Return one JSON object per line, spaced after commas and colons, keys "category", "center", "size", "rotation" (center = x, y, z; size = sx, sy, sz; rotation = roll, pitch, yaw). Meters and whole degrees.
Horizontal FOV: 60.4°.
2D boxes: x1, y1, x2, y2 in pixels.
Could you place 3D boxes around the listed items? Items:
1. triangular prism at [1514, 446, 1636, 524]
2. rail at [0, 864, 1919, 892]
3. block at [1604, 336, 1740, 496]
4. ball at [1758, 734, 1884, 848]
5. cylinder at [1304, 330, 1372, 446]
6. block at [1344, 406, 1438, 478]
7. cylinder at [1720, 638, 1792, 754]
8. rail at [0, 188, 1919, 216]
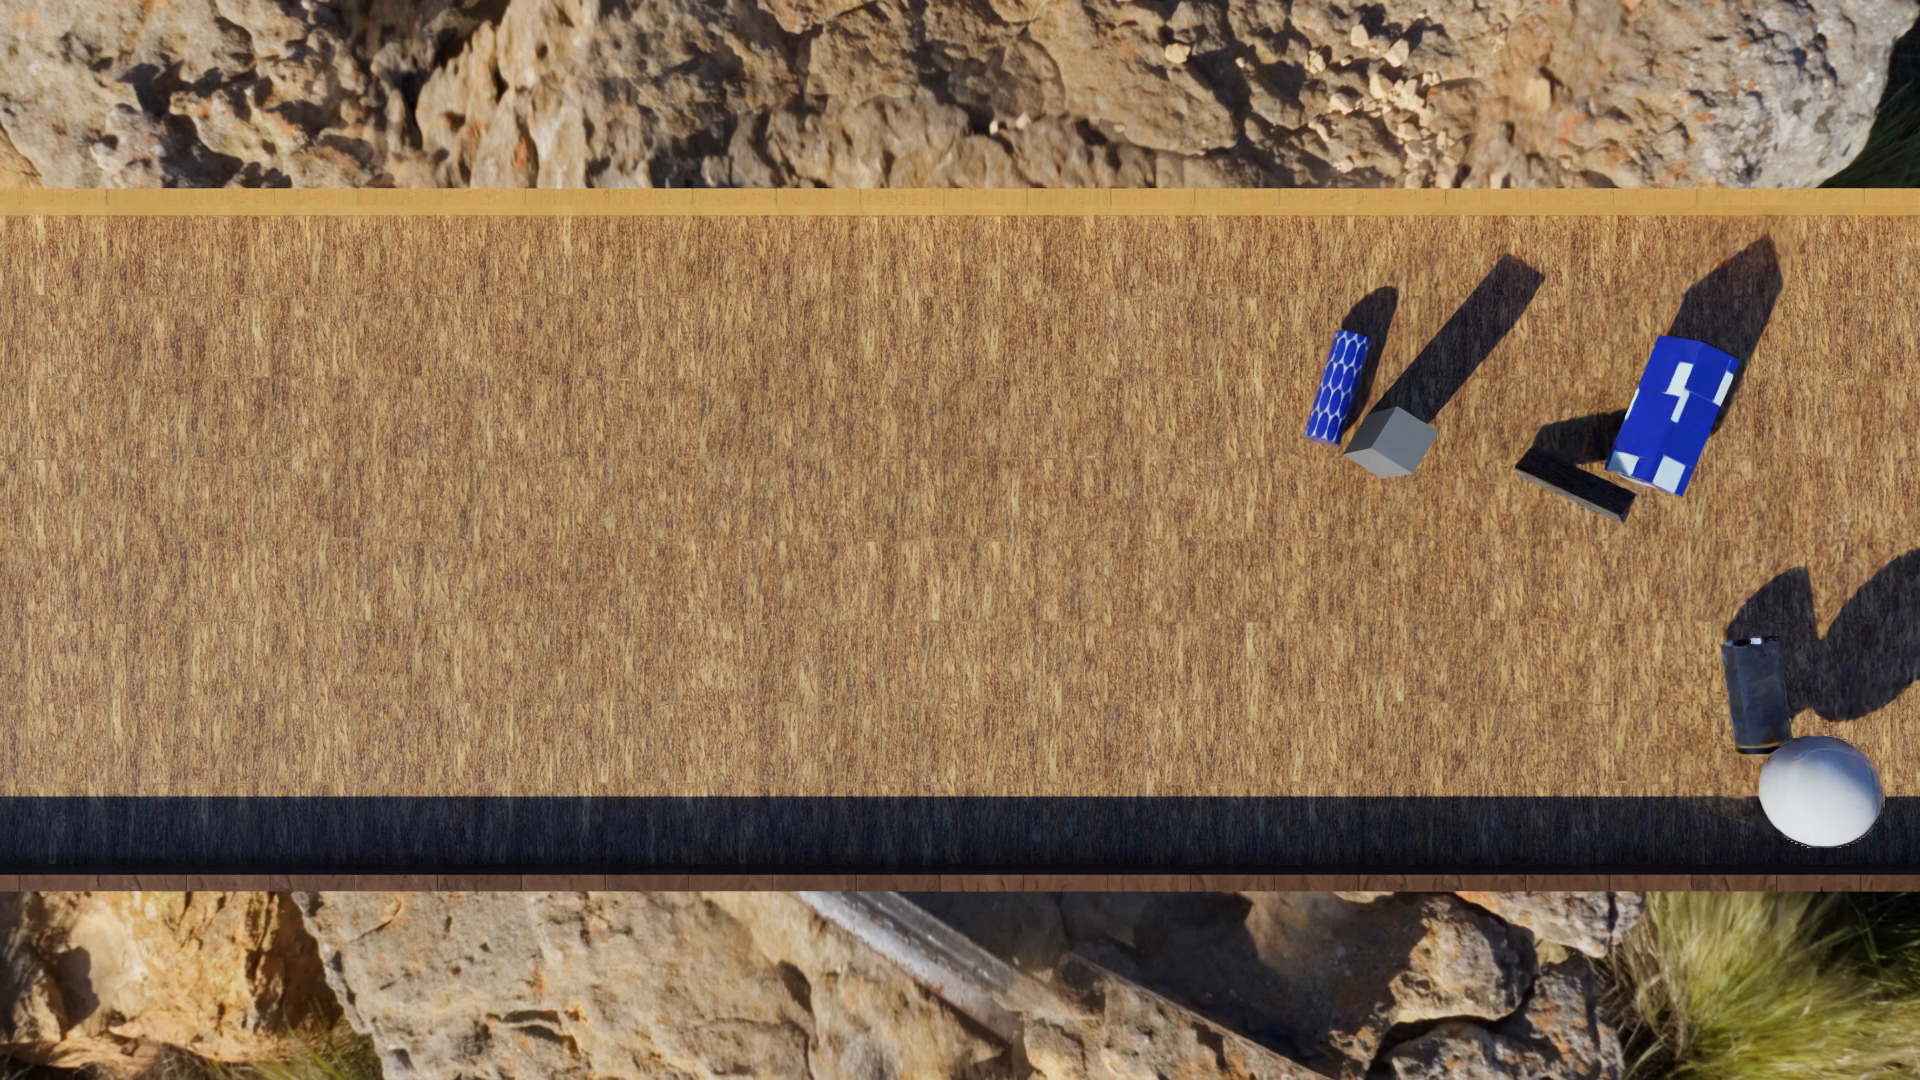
{"category": "triangular prism", "center": [1.831, -0.155, 4.937], "size": [0.337, 0.089, 0.102], "rotation": [30, 124, 29]}
{"category": "rail", "center": [-2.247, 1.025, 5.001], "size": [12.000, 0.150, 0.050], "rotation": [0, 90, 0]}
{"category": "block", "center": [2.132, -0.373, 4.946], "size": [0.167, 0.167, 0.432], "rotation": [18, 96, -27]}
{"category": "ball", "center": [2.484, 0.724, 4.766], "size": [0.321, 0.321, 0.321], "rotation": [0, 90, 0]}
{"category": "cylinder", "center": [1.148, -0.462, 5.020], "size": [0.113, 0.113, 0.333], "rotation": [17, 90, 0]}
{"category": "block", "center": [1.275, -0.287, 4.899], "size": [0.141, 0.355, 0.141], "rotation": [32, 90, 0]}
{"category": "cylinder", "center": [2.413, 0.471, 4.995], "size": [0.161, 0.161, 0.329], "rotation": [-9, 90, 0]}
{"category": "rail", "center": [-2.247, -1.025, 5.002], "size": [12.000, 0.150, 0.050], "rotation": [0, 90, 0]}
